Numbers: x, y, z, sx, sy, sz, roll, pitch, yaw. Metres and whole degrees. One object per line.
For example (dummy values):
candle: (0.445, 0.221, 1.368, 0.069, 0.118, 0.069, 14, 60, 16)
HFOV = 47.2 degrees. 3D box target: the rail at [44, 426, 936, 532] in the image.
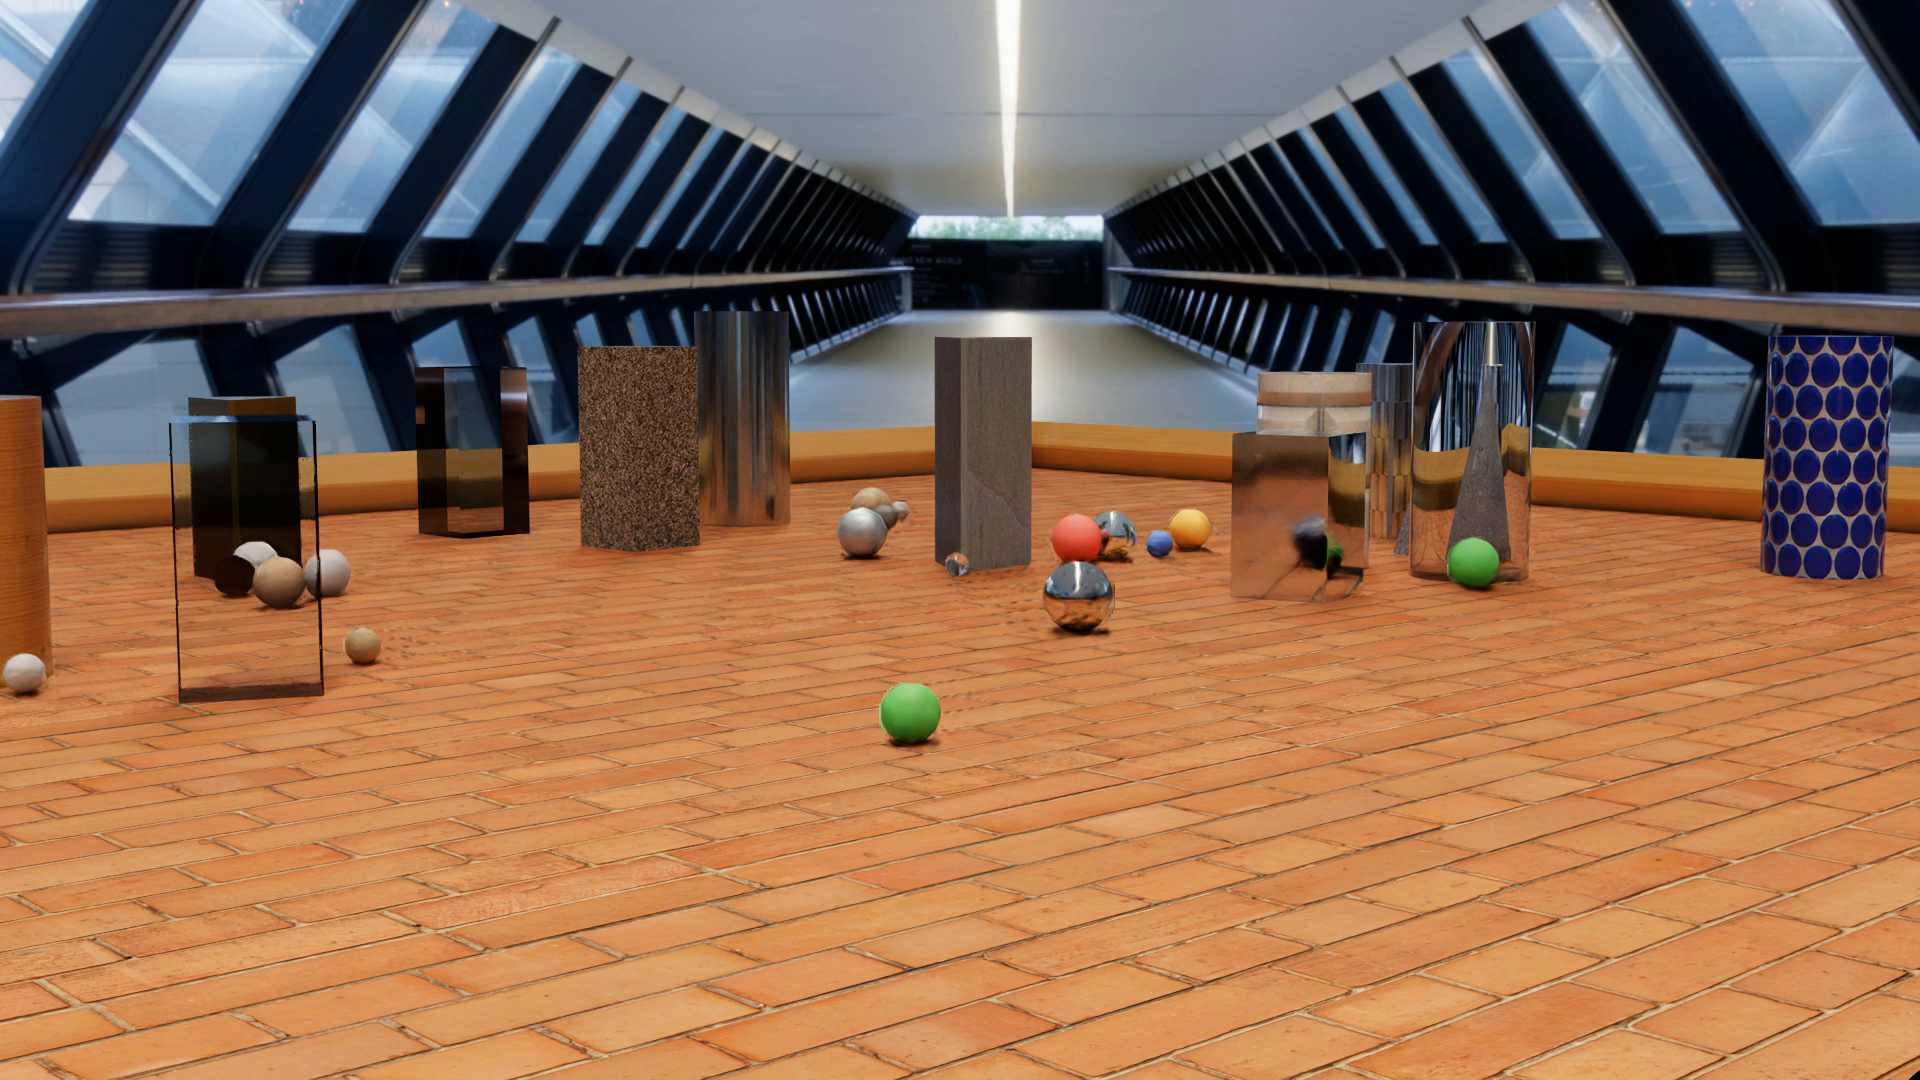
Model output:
rail: (-1.367, -0.120, 4.806, 4.325, 0.128, 0.045, -5, 8, -42)

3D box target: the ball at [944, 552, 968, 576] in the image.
ball: (-0.006, 0.040, 3.699, 0.040, 0.040, 0.040, 0, 6, 0)

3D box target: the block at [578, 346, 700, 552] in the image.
block: (-0.607, -0.177, 4.158, 0.158, 0.377, 0.158, 5, 8, 40)

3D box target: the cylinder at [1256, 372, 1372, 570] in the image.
cylinder: (0.614, -0.121, 3.824, 0.198, 0.336, 0.198, 0, 6, 0)

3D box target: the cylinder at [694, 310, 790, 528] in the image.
cylinder: (-0.456, -0.258, 4.613, 0.198, 0.443, 0.198, 0, 6, 0)

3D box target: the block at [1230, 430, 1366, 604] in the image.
block: (0.530, -0.041, 3.443, 0.158, 0.255, 0.158, 4, 7, 31)

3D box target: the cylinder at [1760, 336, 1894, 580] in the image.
cylinder: (1.469, -0.144, 3.730, 0.198, 0.401, 0.198, 0, 6, 0)

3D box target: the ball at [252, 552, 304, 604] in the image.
ball: (-1.040, 0.058, 3.356, 0.077, 0.077, 0.077, 0, 6, 0)

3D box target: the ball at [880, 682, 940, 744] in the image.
ball: (-0.051, 0.179, 2.271, 0.062, 0.062, 0.062, 0, 6, 0)

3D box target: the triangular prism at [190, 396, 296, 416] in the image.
triangular prism: (-1.195, -0.093, 3.733, 0.148, 0.298, 0.171, -5, 8, -41)

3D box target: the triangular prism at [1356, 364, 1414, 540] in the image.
triangular prism: (0.847, -0.180, 4.374, 0.171, 0.340, 0.148, -6, 8, -43)

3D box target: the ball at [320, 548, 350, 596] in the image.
ball: (-0.991, 0.051, 3.439, 0.074, 0.074, 0.074, 0, 6, 0)

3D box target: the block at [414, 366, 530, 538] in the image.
block: (-0.975, -0.179, 4.395, 0.158, 0.332, 0.158, -6, 8, -44)

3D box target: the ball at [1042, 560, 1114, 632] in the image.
ball: (0.164, 0.078, 3.053, 0.099, 0.099, 0.099, 0, 6, 0)

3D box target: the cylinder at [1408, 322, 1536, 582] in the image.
cylinder: (0.857, -0.151, 3.683, 0.198, 0.425, 0.198, 0, 6, 0)

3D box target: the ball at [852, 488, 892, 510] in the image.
ball: (-0.181, -0.066, 4.511, 0.084, 0.084, 0.084, 0, 6, 0)

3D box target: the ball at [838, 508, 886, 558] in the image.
ball: (-0.177, -0.013, 3.978, 0.089, 0.089, 0.089, 0, 6, 0)

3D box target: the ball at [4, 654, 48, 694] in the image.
ball: (-1.089, 0.156, 2.561, 0.047, 0.047, 0.047, 0, 6, 0)

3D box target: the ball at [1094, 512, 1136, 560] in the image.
ball: (0.273, -0.008, 3.939, 0.087, 0.087, 0.087, 0, 6, 0)

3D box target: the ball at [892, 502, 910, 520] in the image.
ball: (-0.128, -0.063, 4.693, 0.040, 0.040, 0.040, 0, 6, 0)

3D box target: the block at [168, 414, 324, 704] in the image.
block: (-0.837, 0.017, 2.582, 0.158, 0.319, 0.158, -2, 6, -18)

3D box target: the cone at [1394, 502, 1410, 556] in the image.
cone: (0.899, -0.148, 4.033, 0.198, 0.345, 0.198, 0, 6, 0)

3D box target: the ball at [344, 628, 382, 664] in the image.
ball: (-0.755, 0.134, 2.781, 0.045, 0.045, 0.045, 0, 6, 0)

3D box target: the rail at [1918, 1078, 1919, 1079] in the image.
rail: (1.367, 0.187, 1.858, 4.325, 0.128, 0.045, -5, 8, -42)

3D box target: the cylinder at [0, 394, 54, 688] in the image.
cylinder: (-1.209, -0.001, 2.656, 0.198, 0.340, 0.198, 0, 6, 0)

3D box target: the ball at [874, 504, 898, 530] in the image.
ball: (-0.154, -0.045, 4.451, 0.054, 0.054, 0.054, 0, 6, 0)

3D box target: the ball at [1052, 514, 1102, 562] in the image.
ball: (0.205, -0.001, 3.866, 0.088, 0.088, 0.088, 0, 6, 0)

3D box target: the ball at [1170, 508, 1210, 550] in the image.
ball: (0.430, -0.020, 4.108, 0.077, 0.077, 0.077, 0, 6, 0)

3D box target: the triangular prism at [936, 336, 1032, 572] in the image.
triangular prism: (0.012, -0.155, 3.845, 0.148, 0.399, 0.171, 6, 8, 44)

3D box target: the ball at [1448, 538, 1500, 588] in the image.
ball: (0.825, 0.037, 3.533, 0.081, 0.081, 0.081, 0, 6, 0)

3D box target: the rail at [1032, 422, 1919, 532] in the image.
rail: (1.572, -0.117, 4.774, 0.045, 0.128, 4.080, -5, 8, -42)

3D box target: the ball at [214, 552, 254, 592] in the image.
ball: (-1.151, 0.051, 3.487, 0.063, 0.063, 0.063, 0, 6, 0)

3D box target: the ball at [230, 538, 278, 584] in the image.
ball: (-1.151, 0.034, 3.589, 0.076, 0.076, 0.076, 0, 6, 0)

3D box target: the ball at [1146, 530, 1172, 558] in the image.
ball: (0.360, 0.008, 3.973, 0.048, 0.048, 0.048, 0, 6, 0)
